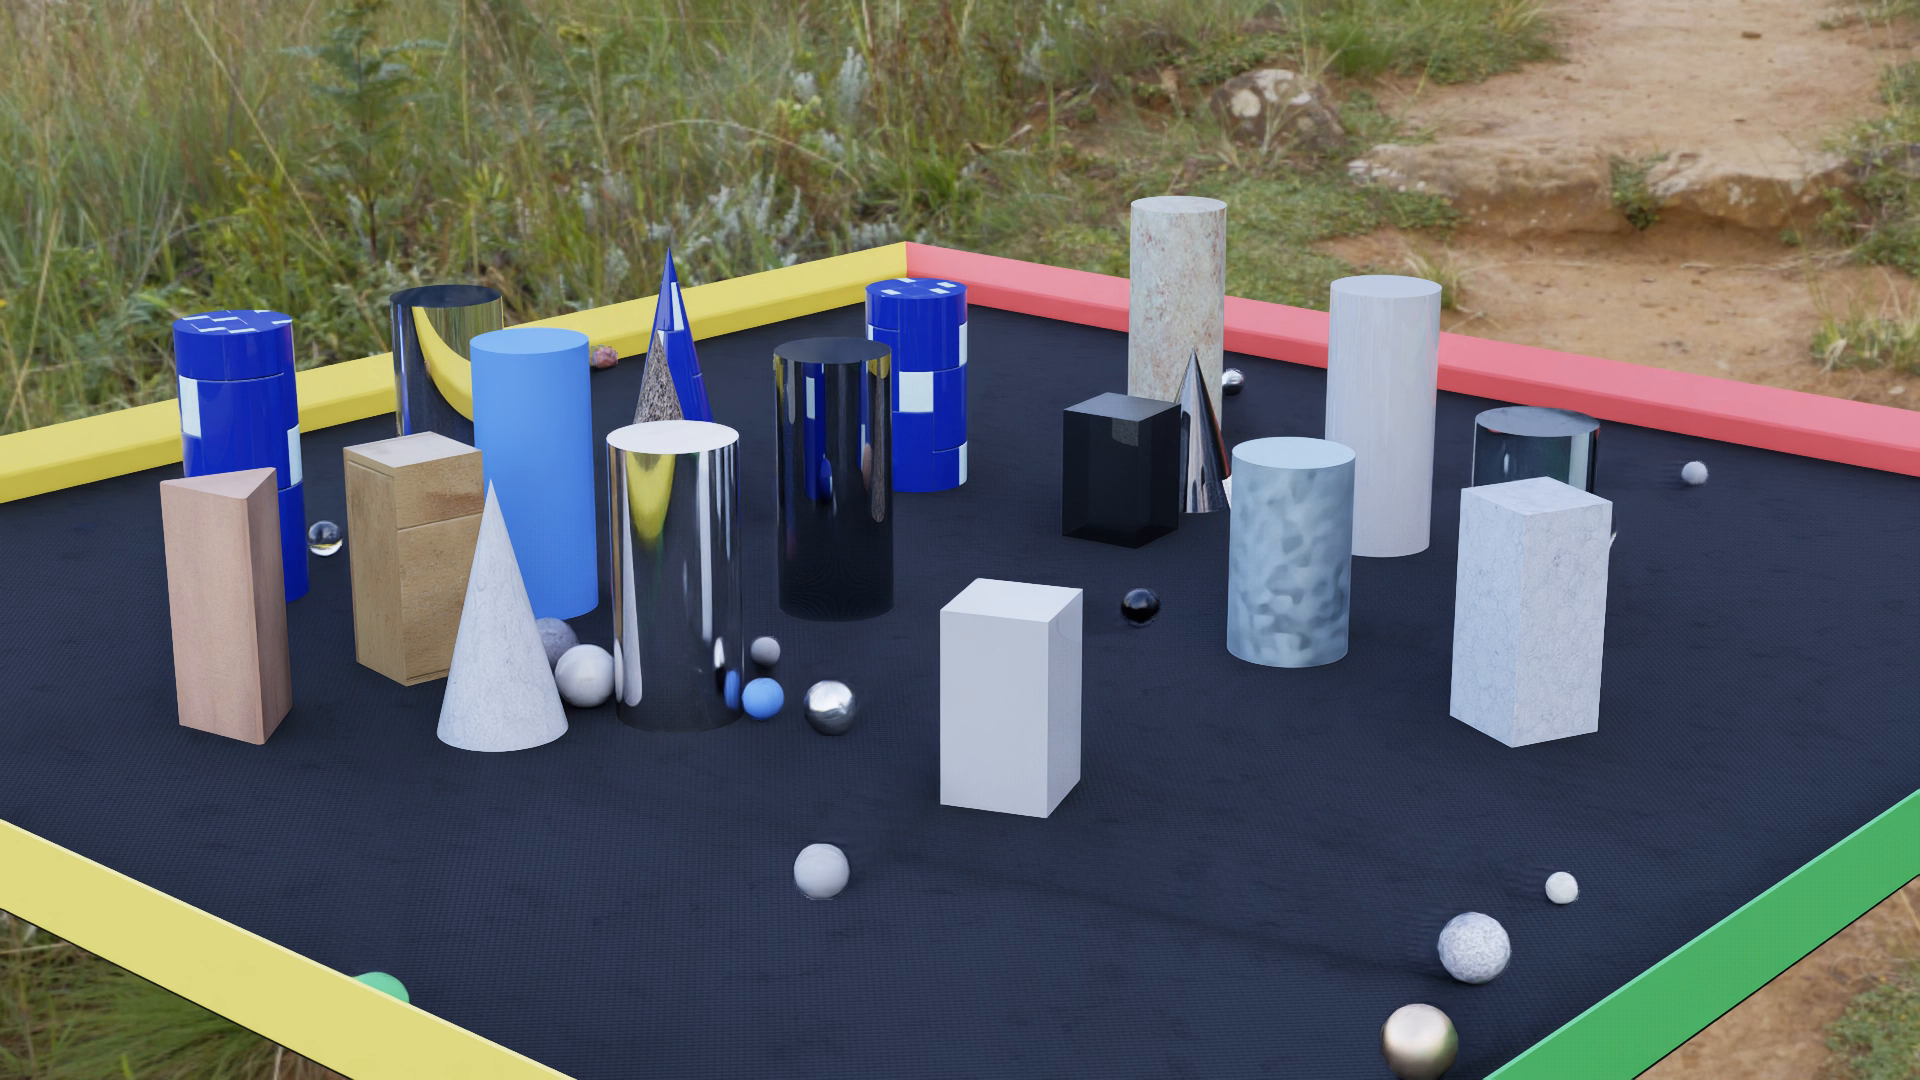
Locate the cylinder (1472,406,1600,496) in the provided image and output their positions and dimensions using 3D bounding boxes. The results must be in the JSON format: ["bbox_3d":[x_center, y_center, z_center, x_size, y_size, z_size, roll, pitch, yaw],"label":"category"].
[{"bbox_3d":[0.941,-0.012,4.836,0.200,0.380,0.200,0,17,0],"label":"cylinder"}]

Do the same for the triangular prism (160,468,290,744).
[{"bbox_3d":[-1.089,0.092,4.479,0.173,0.386,0.150,10,20,30],"label":"triangular prism"}]

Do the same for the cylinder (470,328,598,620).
[{"bbox_3d":[-0.727,-0.113,5.020,0.200,0.468,0.200,0,17,0],"label":"cylinder"}]

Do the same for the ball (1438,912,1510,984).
[{"bbox_3d":[0.636,0.505,3.627,0.088,0.088,0.088,0,17,0],"label":"ball"}]

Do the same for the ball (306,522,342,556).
[{"bbox_3d":[-1.161,-0.002,5.355,0.063,0.063,0.063,0,17,0],"label":"ball"}]

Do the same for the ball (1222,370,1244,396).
[{"bbox_3d":[0.602,-0.347,6.509,0.058,0.058,0.058,0,17,0],"label":"ball"}]

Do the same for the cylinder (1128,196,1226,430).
[{"bbox_3d":[0.455,-0.467,6.167,0.200,0.483,0.200,0,17,0],"label":"cylinder"}]

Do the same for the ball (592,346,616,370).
[{"bbox_3d":[-0.821,-0.418,6.753,0.053,0.053,0.053,0,17,0],"label":"ball"}]

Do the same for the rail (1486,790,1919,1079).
[{"bbox_3d":[1.332,0.366,4.012,0.045,0.130,3.689,14,22,39],"label":"rail"}]

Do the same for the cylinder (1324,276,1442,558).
[{"bbox_3d":[0.771,-0.229,5.378,0.200,0.483,0.200,0,17,0],"label":"cylinder"}]

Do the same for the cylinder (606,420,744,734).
[{"bbox_3d":[-0.435,0.055,4.507,0.200,0.442,0.200,0,17,0],"label":"cylinder"}]

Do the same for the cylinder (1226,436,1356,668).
[{"bbox_3d":[0.543,0.018,4.814,0.200,0.335,0.200,0,17,0],"label":"cylinder"}]

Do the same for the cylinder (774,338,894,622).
[{"bbox_3d":[-0.215,-0.105,5.021,0.200,0.451,0.200,0,17,0],"label":"cylinder"}]

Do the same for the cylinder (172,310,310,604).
[{"bbox_3d":[-1.245,-0.141,5.086,0.200,0.484,0.200,0,17,0],"label":"cylinder"}]

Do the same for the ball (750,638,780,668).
[{"bbox_3d":[-0.316,0.183,4.764,0.049,0.049,0.049,0,17,0],"label":"ball"}]

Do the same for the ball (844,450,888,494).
[{"bbox_3d":[-0.185,-0.134,5.751,0.088,0.088,0.088,0,17,0],"label":"ball"}]

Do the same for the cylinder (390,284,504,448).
[{"bbox_3d":[-0.923,-0.211,5.333,0.200,0.475,0.200,0,17,0],"label":"cylinder"}]

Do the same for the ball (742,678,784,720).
[{"bbox_3d":[-0.303,0.245,4.530,0.065,0.065,0.065,0,17,0],"label":"ball"}]

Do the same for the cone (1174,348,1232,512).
[{"bbox_3d":[0.450,-0.226,5.680,0.200,0.305,0.200,0,17,0],"label":"cone"}]

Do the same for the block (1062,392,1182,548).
[{"bbox_3d":[0.301,-0.131,5.471,0.160,0.242,0.160,11,20,32],"label":"block"}]

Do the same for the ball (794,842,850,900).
[{"bbox_3d":[-0.183,0.437,3.876,0.074,0.074,0.074,0,17,0],"label":"ball"}]

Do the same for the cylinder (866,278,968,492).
[{"bbox_3d":[-0.086,-0.308,5.806,0.200,0.388,0.200,0,17,0],"label":"cylinder"}]

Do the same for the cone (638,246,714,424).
[{"bbox_3d":[-0.581,-0.374,5.919,0.200,0.451,0.200,0,17,0],"label":"cone"}]

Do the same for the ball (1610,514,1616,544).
[{"bbox_3d":[1.156,-0.023,5.370,0.093,0.093,0.093,0,17,0],"label":"ball"}]

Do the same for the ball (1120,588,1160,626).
[{"bbox_3d":[0.305,0.114,4.965,0.065,0.065,0.065,0,17,0],"label":"ball"}]

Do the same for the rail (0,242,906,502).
[{"bbox_3d":[-1.332,-0.301,6.227,0.045,0.130,3.689,14,22,39],"label":"rail"}]

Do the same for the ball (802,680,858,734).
[{"bbox_3d":[-0.197,0.254,4.465,0.085,0.085,0.085,0,17,0],"label":"ball"}]

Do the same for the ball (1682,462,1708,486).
[{"bbox_3d":[1.455,-0.131,5.806,0.049,0.049,0.049,0,17,0],"label":"ball"}]

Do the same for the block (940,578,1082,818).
[{"bbox_3d":[0.074,0.224,4.204,0.160,0.292,0.160,6,18,19],"label":"block"}]

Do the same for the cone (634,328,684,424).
[{"bbox_3d":[-0.566,-0.218,5.523,0.200,0.380,0.200,0,17,0],"label":"cone"}]

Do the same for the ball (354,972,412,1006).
[{"bbox_3d":[-0.693,0.554,3.470,0.085,0.085,0.085,0,17,0],"label":"ball"}]

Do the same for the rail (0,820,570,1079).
[{"bbox_3d":[-1.194,0.429,3.803,3.576,0.130,0.045,14,22,39],"label":"rail"}]

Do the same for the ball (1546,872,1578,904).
[{"bbox_3d":[0.792,0.458,3.859,0.043,0.043,0.043,0,17,0],"label":"ball"}]

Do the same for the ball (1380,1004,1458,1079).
[{"bbox_3d":[0.528,0.579,3.377,0.090,0.090,0.090,0,17,0],"label":"ball"}]

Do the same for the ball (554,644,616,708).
[{"bbox_3d":[-0.583,0.212,4.578,0.100,0.100,0.100,0,17,0],"label":"ball"}]

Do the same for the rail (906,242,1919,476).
[{"bbox_3d":[1.194,-0.364,6.436,3.576,0.130,0.045,14,22,39],"label":"rail"}]

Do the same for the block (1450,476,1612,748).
[{"bbox_3d":[0.868,0.107,4.467,0.160,0.365,0.160,-8,19,-25],"label":"block"}]

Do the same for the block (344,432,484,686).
[{"bbox_3d":[-0.875,0.028,4.736,0.160,0.362,0.160,-14,22,-38],"label":"block"}]

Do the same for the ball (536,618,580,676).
[{"bbox_3d":[-0.661,0.174,4.709,0.098,0.098,0.098,0,17,0],"label":"ball"}]

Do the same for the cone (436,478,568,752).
[{"bbox_3d":[-0.701,0.098,4.440,0.200,0.398,0.200,0,17,0],"label":"cone"}]
